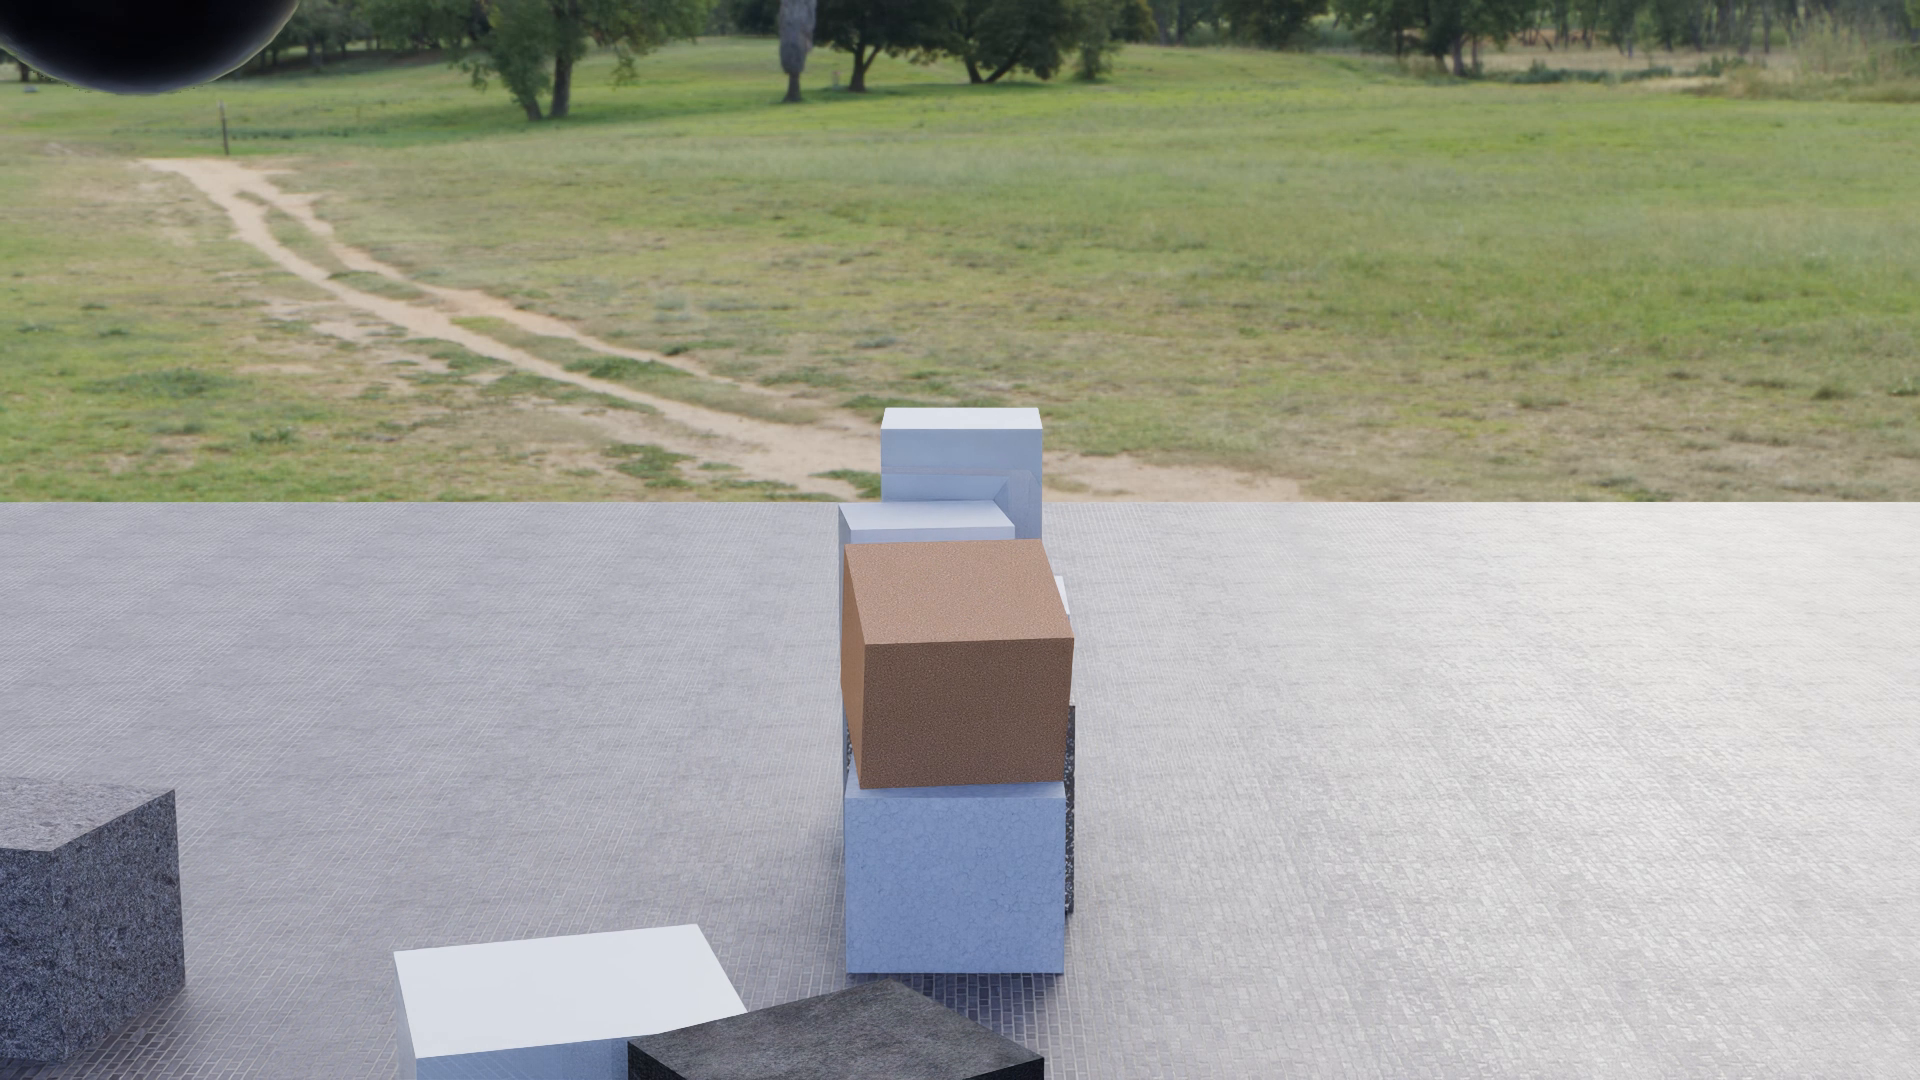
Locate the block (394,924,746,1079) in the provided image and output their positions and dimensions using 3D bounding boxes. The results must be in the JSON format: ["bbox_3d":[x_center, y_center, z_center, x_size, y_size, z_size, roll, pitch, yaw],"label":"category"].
[{"bbox_3d":[-1.166,1.735,7.679,0.945,0.838,0.906,-3,11,-16],"label":"block"}]

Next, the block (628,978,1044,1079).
[{"bbox_3d":[-0.342,1.822,7.058,0.866,0.889,0.750,-7,13,-34],"label":"block"}]

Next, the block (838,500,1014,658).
[{"bbox_3d":[-0.155,0.242,11.211,0.696,0.718,0.681,-1,10,-7],"label":"block"}]

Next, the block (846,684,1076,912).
[{"bbox_3d":[0.004,1.047,11.297,0.957,0.897,0.977,0,10,0],"label":"block"}]

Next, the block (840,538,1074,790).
[{"bbox_3d":[-0.030,0.490,10.375,0.816,0.673,0.784,-2,29,-8],"label":"block"}]

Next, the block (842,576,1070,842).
[{"bbox_3d":[-0.020,0.788,12.212,1.040,1.081,0.895,0,10,0],"label":"block"}]

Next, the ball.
[{"bbox_3d":[-3.475,-2.663,10.696,1.600,1.600,1.600,0,10,0],"label":"ball"}]

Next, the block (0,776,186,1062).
[{"bbox_3d":[-3.497,1.402,9.644,0.768,0.790,0.838,3,11,14],"label":"block"}]

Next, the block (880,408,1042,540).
[{"bbox_3d":[0.008,-0.141,11.907,0.723,0.857,0.734,0,10,0],"label":"block"}]

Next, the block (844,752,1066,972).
[{"bbox_3d":[-0.019,1.293,10.454,0.864,0.716,0.751,0,10,0],"label":"block"}]
